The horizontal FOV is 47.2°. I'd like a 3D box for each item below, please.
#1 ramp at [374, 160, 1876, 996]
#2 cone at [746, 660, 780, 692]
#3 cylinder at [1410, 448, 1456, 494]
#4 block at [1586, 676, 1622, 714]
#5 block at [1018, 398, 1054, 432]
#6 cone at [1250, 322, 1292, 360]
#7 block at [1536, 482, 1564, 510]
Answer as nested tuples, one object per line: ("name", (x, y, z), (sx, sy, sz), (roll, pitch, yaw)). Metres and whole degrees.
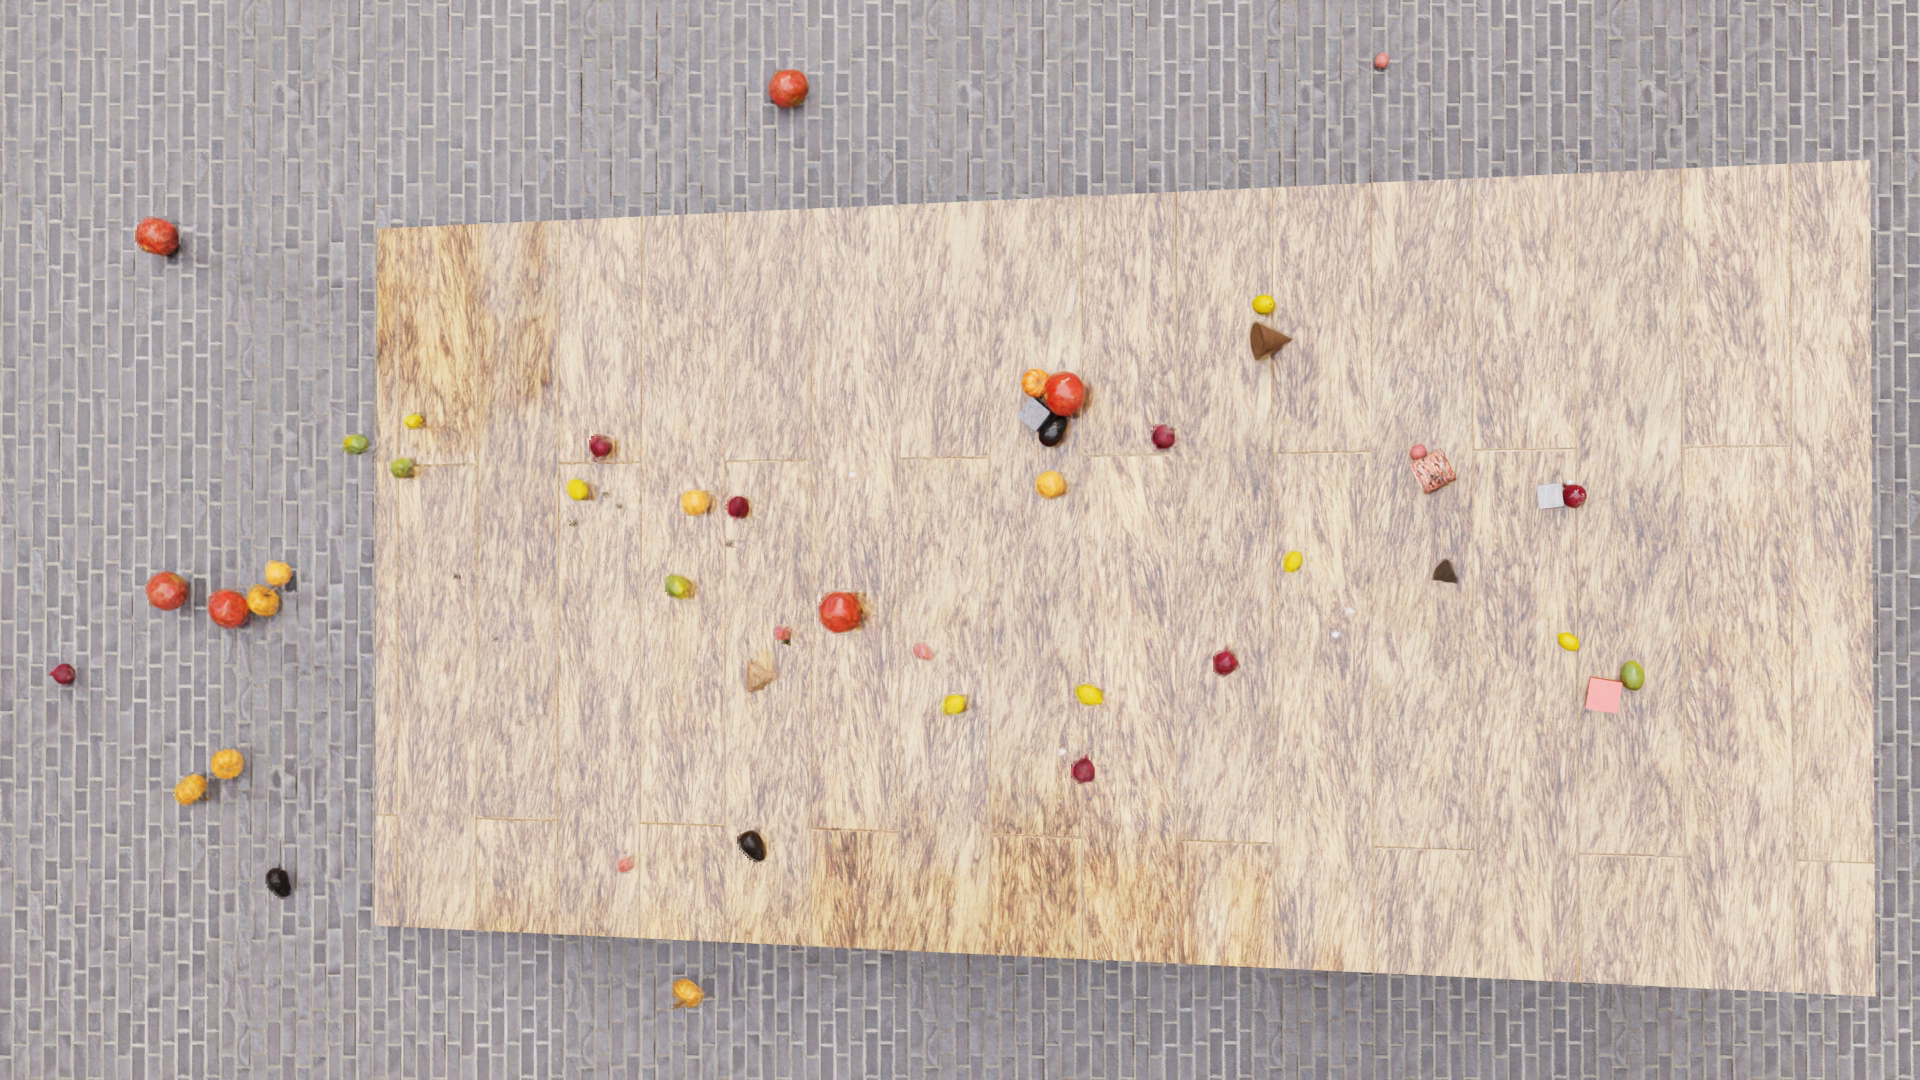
("ramp", (0.266, 0.097, 5.834), (4.000, 0.100, 2.000), (0, 89, 15))
("cone", (-0.531, 0.368, 5.976), (0.088, 0.088, 0.088), (-3, 89, -11))
("cylinder", (1.181, -0.172, 5.491), (0.086, 0.086, 0.086), (-28, 89, 13))
("block", (1.575, 0.379, 5.381), (0.075, 0.075, 0.075), (9, 92, 15))
("block", (0.201, -0.328, 5.773), (0.064, 0.064, 0.064), (40, 99, 12))
("cone", (0.805, -0.510, 5.621), (0.098, 0.098, 0.098), (-4, 89, -11))
("block", (1.457, -0.108, 5.429), (0.058, 0.058, 0.058), (-8, 87, 15))
